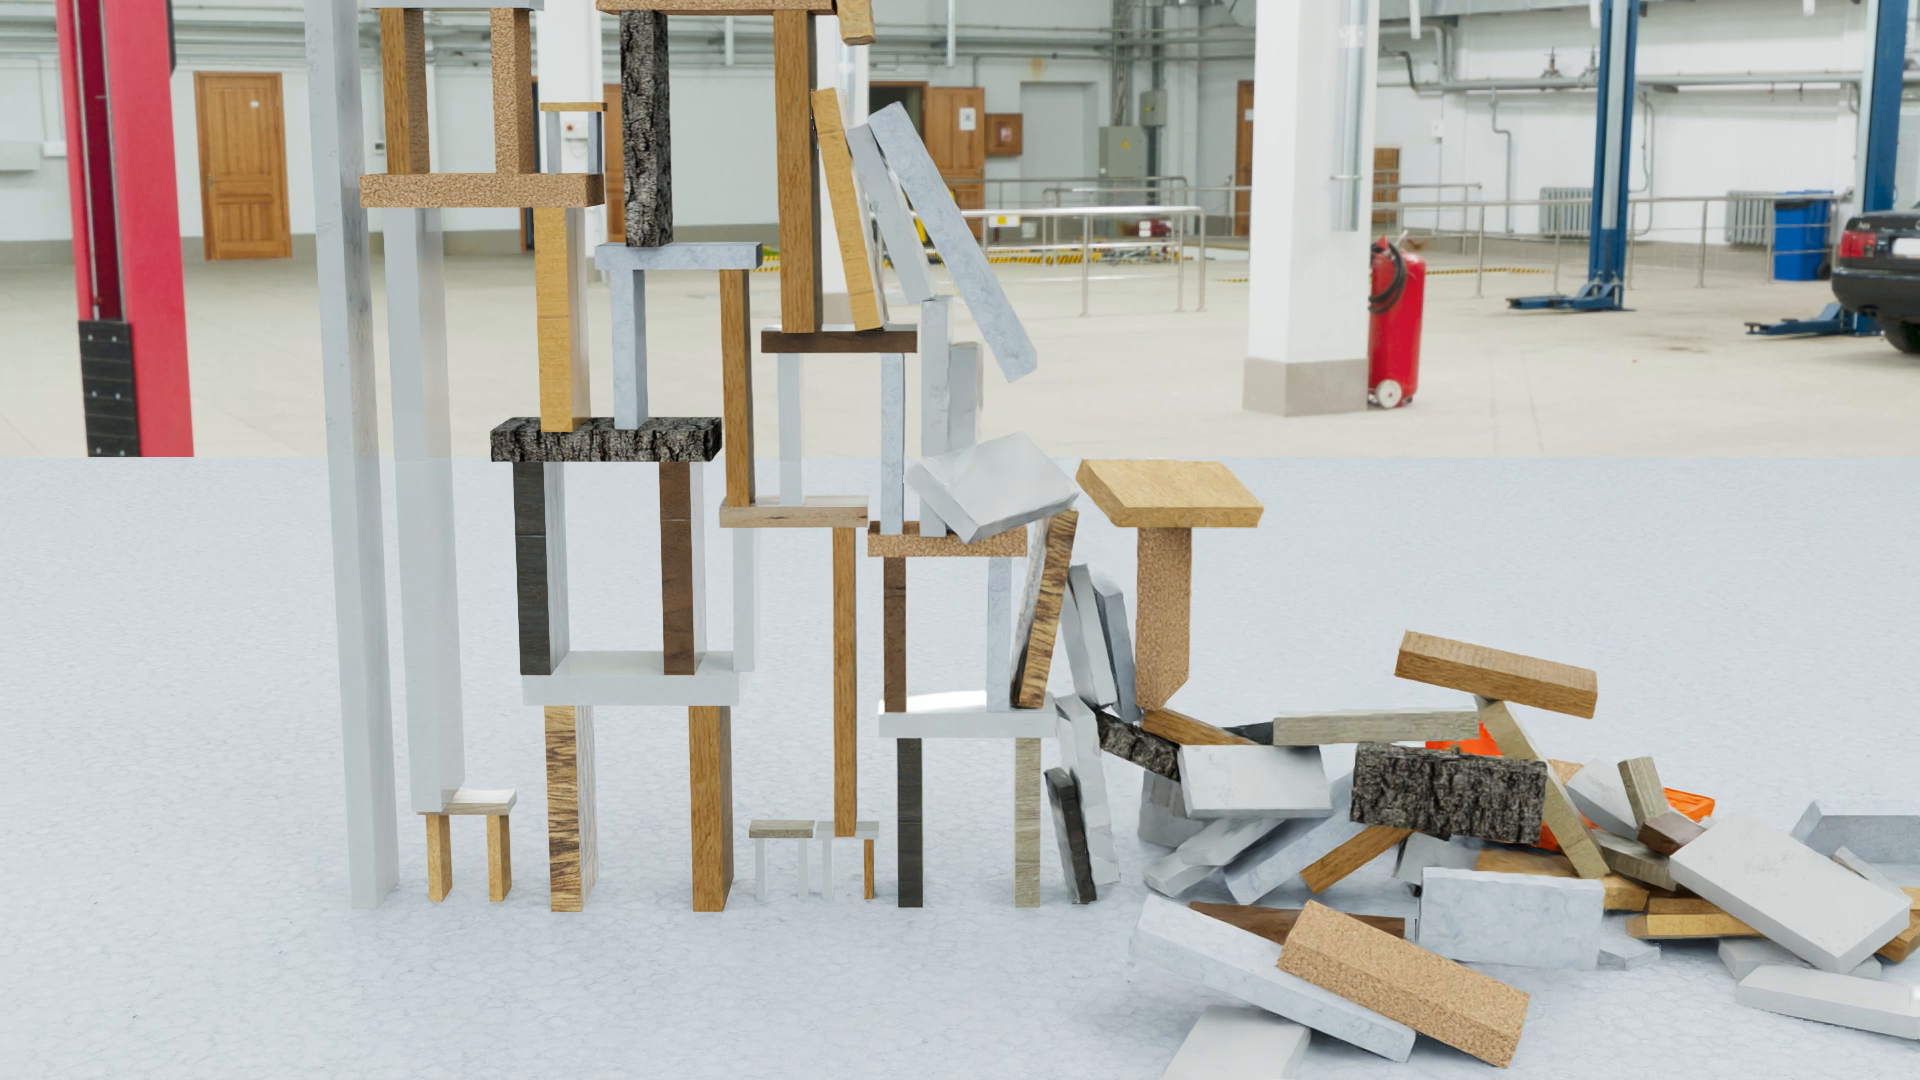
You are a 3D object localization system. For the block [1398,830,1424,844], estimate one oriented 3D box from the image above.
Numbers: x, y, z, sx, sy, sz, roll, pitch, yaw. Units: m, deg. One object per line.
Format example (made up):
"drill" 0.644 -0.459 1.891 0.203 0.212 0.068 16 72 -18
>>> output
"block" 0.709 0.514 3.966 0.290 0.041 0.145 -5 12 -27

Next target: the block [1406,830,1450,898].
"block" 0.786 0.508 3.662 0.023 0.164 0.082 18 11 -1

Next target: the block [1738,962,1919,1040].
"block" 1.509 0.678 2.962 0.885 0.032 0.113 4 11 39

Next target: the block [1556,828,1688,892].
"block" 1.122 0.530 3.652 0.113 0.032 0.227 4 9 -41

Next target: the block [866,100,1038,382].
"block" -0.009 -0.473 3.469 0.048 0.463 0.168 -28 10 8

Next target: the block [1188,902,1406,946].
"block" 0.510 0.619 3.378 0.336 0.048 0.168 2 11 13

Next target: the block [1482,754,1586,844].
"block" 0.983 0.459 3.944 0.168 0.048 0.338 7 15 39

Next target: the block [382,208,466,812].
"block" -0.861 -0.051 3.546 0.049 0.965 0.173 0 11 0

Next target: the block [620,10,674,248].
"block" -0.490 -0.642 3.441 0.050 0.356 0.178 0 11 0

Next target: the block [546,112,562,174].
"block" -0.635 -0.621 3.440 0.014 0.096 0.048 0 11 1

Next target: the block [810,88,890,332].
"block" -0.172 -0.521 3.460 0.040 0.372 0.142 -10 10 5

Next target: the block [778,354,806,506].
"block" -0.269 -0.184 3.528 0.035 0.244 0.122 0 11 -1

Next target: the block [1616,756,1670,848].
"block" 1.163 0.442 3.714 0.074 0.148 0.021 -1 -21 -39

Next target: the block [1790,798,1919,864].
"block" 1.553 0.499 3.760 0.259 0.130 0.037 2 43 -13

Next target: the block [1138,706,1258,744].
"block" 0.448 0.347 3.719 0.292 0.041 0.146 21 1 3

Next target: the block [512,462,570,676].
"block" -0.678 0.031 3.569 0.049 0.345 0.172 0 11 0

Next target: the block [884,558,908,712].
"block" -0.105 0.141 3.590 0.036 0.256 0.128 0 10 -1

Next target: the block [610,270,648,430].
"block" -0.526 -0.309 3.502 0.035 0.250 0.125 0 11 0

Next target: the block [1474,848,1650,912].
"block" 0.979 0.552 3.571 0.257 0.036 0.129 9 12 -30

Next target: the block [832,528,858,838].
"block" -0.188 0.222 3.599 0.033 0.513 0.118 0 11 -1

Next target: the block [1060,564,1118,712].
"block" 0.206 0.166 3.647 0.033 0.232 0.116 -9 -11 -14

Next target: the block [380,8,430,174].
"block" -0.864 -0.698 3.429 0.036 0.251 0.126 0 11 0

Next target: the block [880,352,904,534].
"block" -0.108 -0.162 3.530 0.035 0.289 0.122 1 11 0

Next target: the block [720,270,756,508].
"block" -0.355 -0.248 3.513 0.035 0.375 0.125 -1 11 -1

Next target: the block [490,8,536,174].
"block" -0.697 -0.698 3.429 0.036 0.251 0.126 0 11 0

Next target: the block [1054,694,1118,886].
"block" 0.208 0.411 3.640 0.040 0.285 0.143 -10 11 -8

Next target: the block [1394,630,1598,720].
"block" 0.875 0.218 3.587 0.315 0.045 0.158 12 12 13

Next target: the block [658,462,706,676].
"block" -0.448 0.031 3.568 0.049 0.345 0.172 0 11 0

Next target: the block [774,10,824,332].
"block" -0.252 -0.578 3.453 0.050 0.488 0.178 0 10 1

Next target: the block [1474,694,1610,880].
"block" 0.941 0.392 3.565 0.045 0.315 0.158 -32 5 13

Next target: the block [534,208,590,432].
"block" -0.630 -0.355 3.488 0.049 0.347 0.173 0 11 0

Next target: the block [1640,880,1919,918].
"block" 1.867 0.602 3.520 1.495 0.030 0.105 1 11 7

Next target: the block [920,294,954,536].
"block" -0.037 -0.201 3.515 0.041 0.371 0.146 1 11 3

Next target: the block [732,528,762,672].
"block" -0.346 0.086 3.572 0.033 0.236 0.118 1 11 0

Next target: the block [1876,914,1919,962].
"block" 1.367 0.569 3.436 0.257 0.036 0.129 26 20 34

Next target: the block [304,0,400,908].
"block" -0.975 -0.279 3.509 0.042 1.767 0.148 0 11 0

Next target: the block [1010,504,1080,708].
"block" 0.135 0.097 3.608 0.040 0.331 0.143 9 10 -8

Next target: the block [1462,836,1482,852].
"block" 0.853 0.507 3.662 0.023 0.164 0.082 -11 9 7

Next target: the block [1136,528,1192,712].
"block" 0.337 0.099 3.635 0.040 0.338 0.140 9 23 25

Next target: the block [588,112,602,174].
"block" -0.570 -0.621 3.438 0.014 0.096 0.048 2 11 1

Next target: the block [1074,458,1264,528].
"block" 0.339 -0.075 3.550 0.280 0.040 0.140 0 34 -32

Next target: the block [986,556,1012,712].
"block" 0.064 0.141 3.591 0.036 0.256 0.128 1 11 0

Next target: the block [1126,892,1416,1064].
"block" 0.439 0.612 3.088 0.405 0.041 0.145 21 14 7

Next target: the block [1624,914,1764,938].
"block" 1.155 0.601 3.419 0.210 0.030 0.105 0 -13 -2

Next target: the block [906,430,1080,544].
"block" 0.055 -0.084 3.409 0.142 0.040 0.283 47 34 18

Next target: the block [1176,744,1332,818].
"block" 0.477 0.391 3.569 0.235 0.116 0.033 1 -34 -12

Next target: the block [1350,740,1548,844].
"block" 0.769 0.398 3.469 0.293 0.130 0.037 6 28 12
